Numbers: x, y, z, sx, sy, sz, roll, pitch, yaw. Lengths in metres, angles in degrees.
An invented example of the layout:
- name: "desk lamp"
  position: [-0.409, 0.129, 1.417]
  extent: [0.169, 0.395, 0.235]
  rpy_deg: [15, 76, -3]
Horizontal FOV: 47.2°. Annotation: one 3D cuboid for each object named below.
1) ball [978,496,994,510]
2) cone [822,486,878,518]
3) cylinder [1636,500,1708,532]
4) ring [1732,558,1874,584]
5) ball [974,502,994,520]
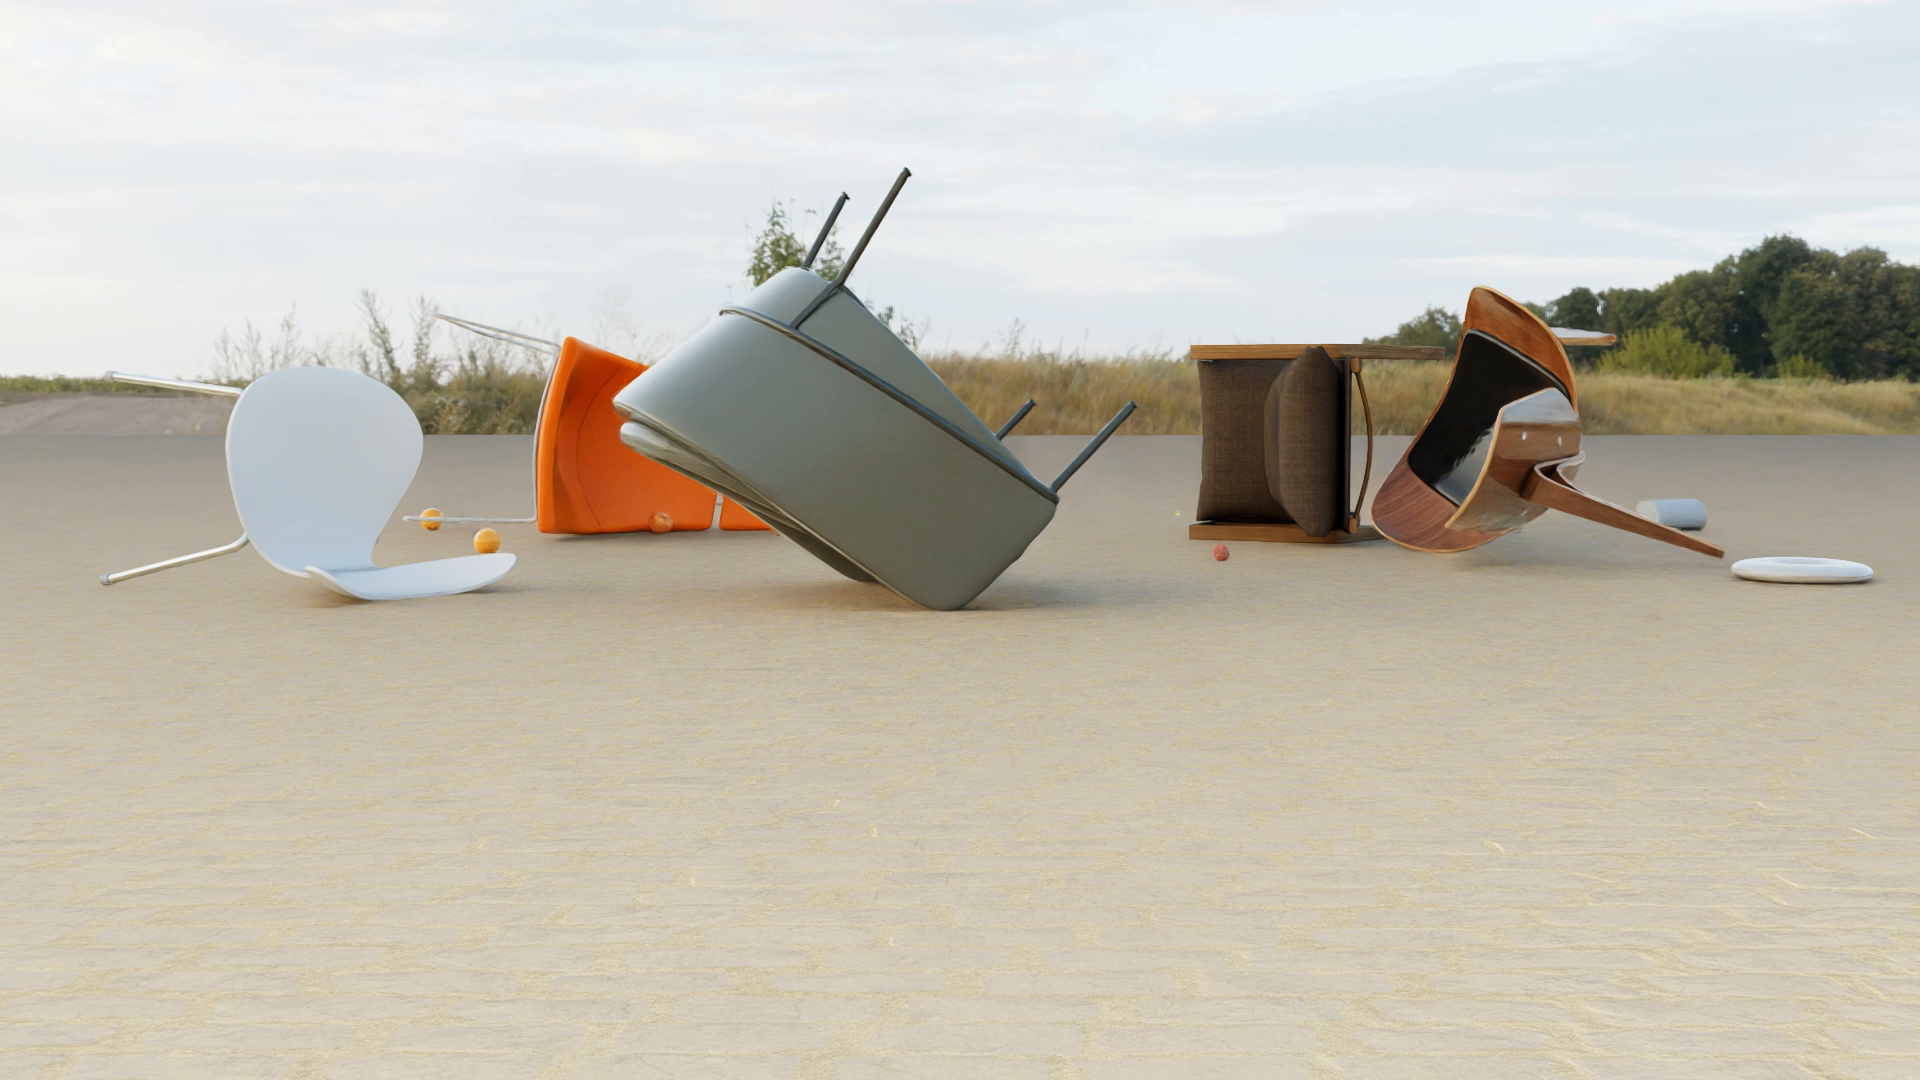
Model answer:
- name: "ball"
  position: [0.091, -0.122, 7.857]
  extent: [0.064, 0.064, 0.064]
  rpy_deg: [0, 4, 0]
- name: "cone"
  position: [-0.412, -0.104, 7.630]
  extent: [0.151, 0.106, 0.241]
  rpy_deg: [29, -29, -28]
- name: "cylinder"
  position: [2.268, -0.080, 7.009]
  extent: [0.219, 0.085, 0.109]
  rpy_deg: [-2, 43, -30]
- name: "ring"
  position: [1.982, 0.072, 5.179]
  extent: [0.315, 0.045, 0.322]
  rpy_deg: [2, 5, 20]
- name: "ball"
  position: [0.081, -0.101, 7.552]
  extent: [0.064, 0.064, 0.064]
  rpy_deg: [0, 4, 0]
